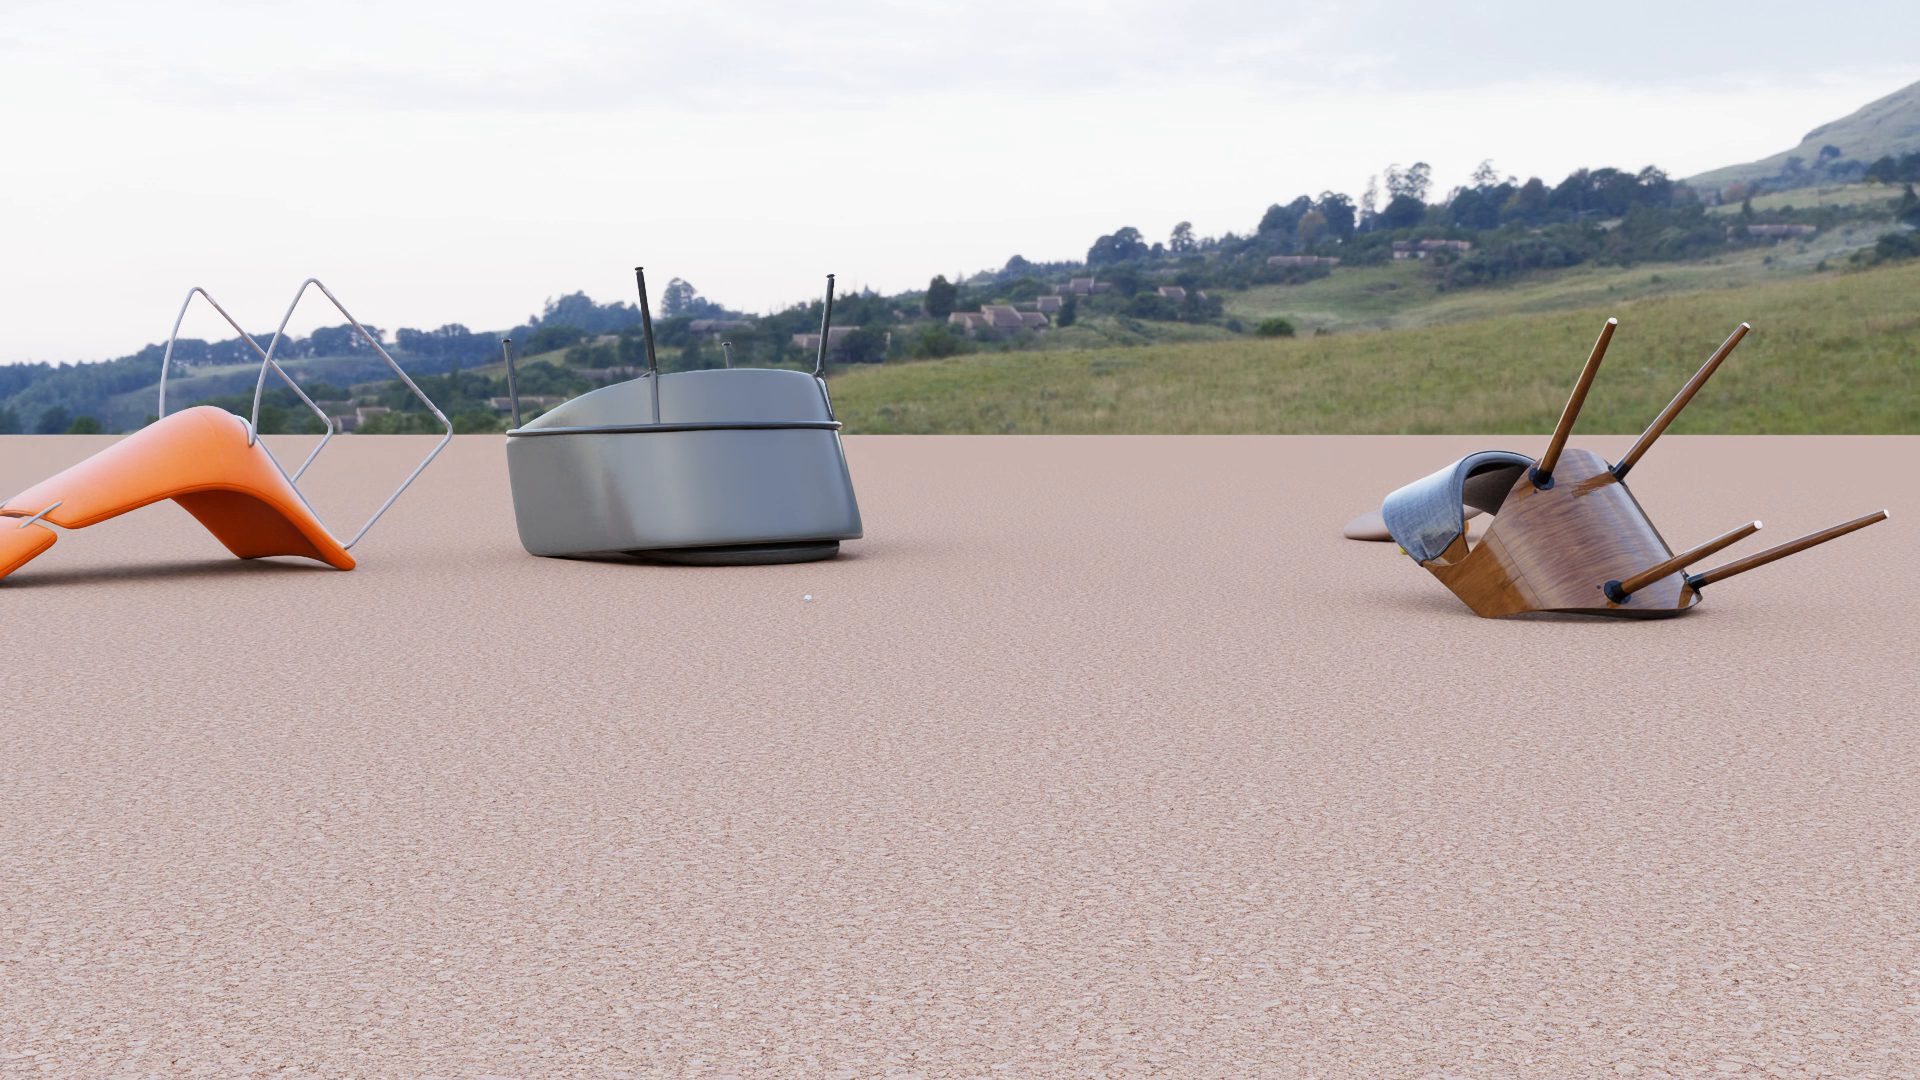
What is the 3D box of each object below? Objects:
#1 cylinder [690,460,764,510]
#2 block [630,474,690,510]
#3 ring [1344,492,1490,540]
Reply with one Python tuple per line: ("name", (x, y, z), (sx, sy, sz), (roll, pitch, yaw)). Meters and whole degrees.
("cylinder", (-0.875, -0.208, 8.265), (0.179, 0.177, 0.226), (-4, -8, -43))
("block", (-1.125, -0.180, 8.260), (0.218, 0.124, 0.114), (-1, 4, -10))
("ring", (1.369, -0.070, 6.597), (0.436, 0.066, 0.466), (-15, 5, -17))
